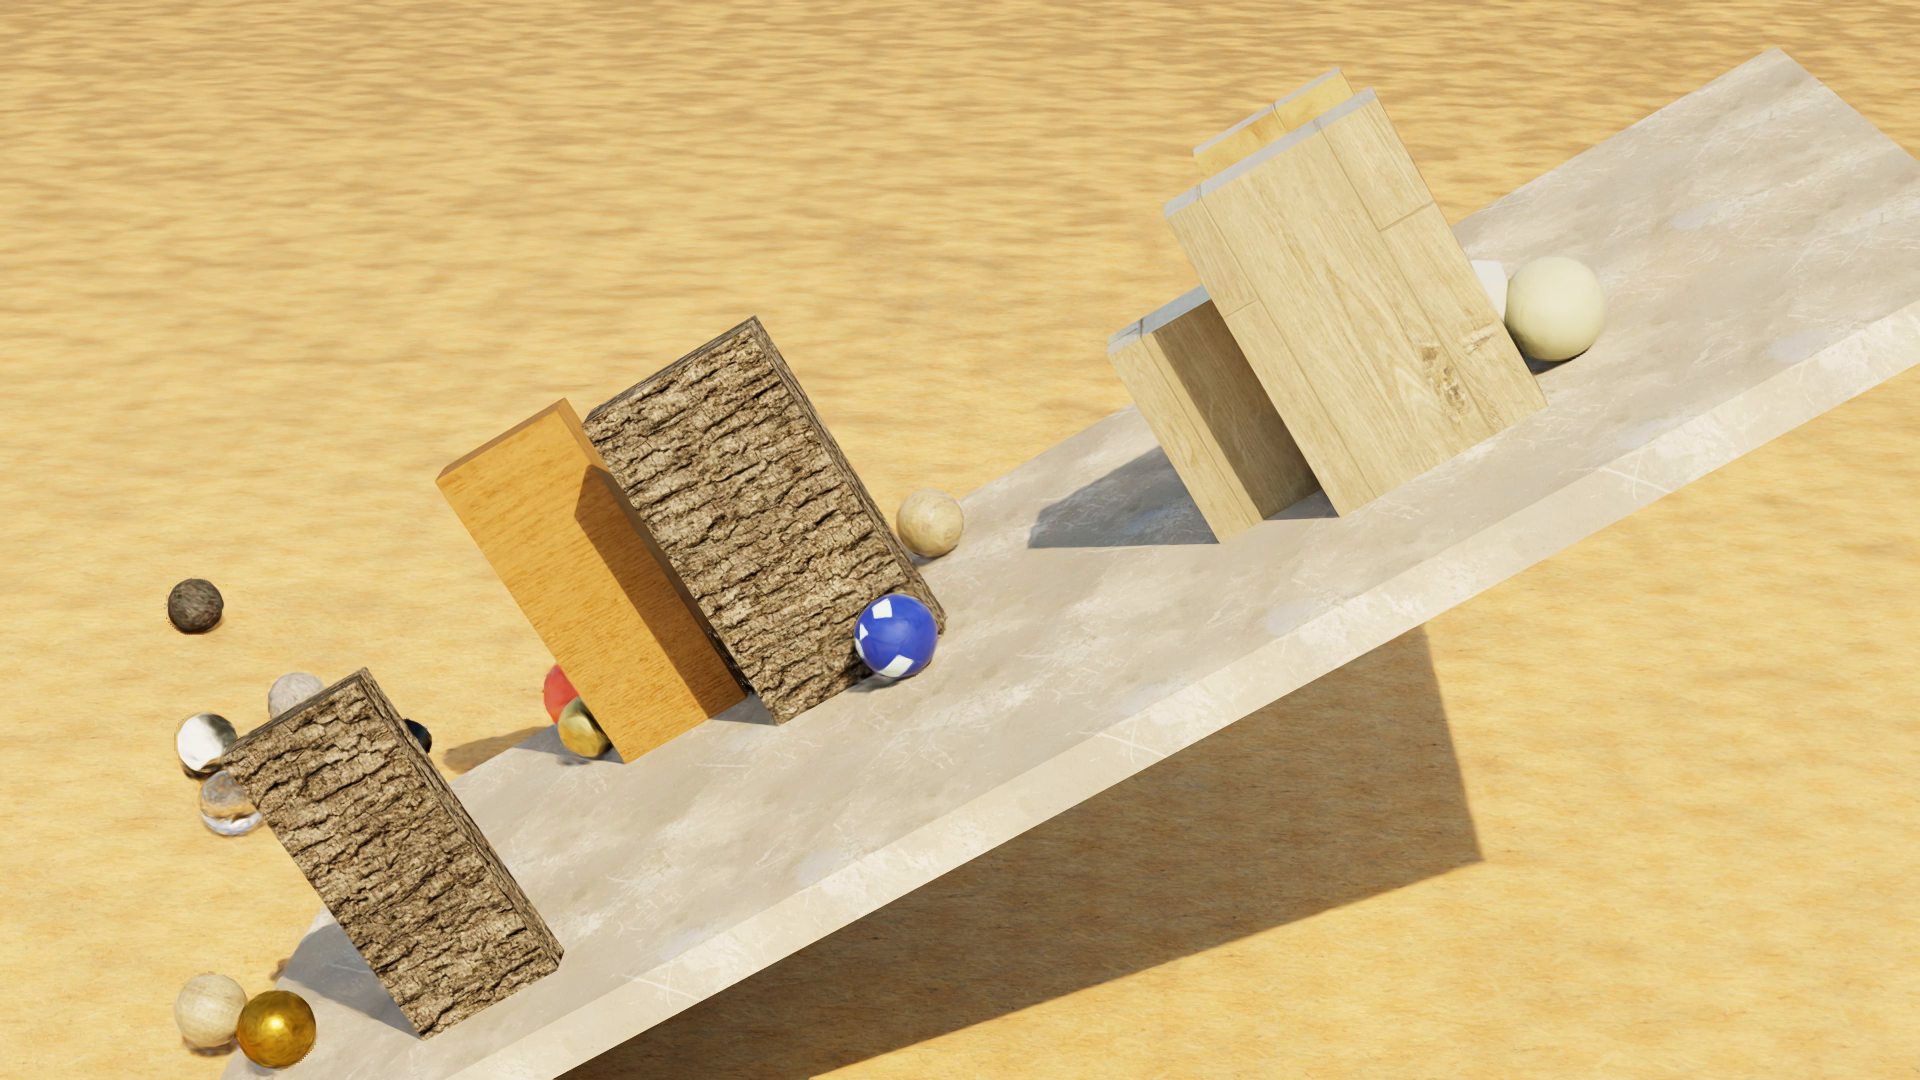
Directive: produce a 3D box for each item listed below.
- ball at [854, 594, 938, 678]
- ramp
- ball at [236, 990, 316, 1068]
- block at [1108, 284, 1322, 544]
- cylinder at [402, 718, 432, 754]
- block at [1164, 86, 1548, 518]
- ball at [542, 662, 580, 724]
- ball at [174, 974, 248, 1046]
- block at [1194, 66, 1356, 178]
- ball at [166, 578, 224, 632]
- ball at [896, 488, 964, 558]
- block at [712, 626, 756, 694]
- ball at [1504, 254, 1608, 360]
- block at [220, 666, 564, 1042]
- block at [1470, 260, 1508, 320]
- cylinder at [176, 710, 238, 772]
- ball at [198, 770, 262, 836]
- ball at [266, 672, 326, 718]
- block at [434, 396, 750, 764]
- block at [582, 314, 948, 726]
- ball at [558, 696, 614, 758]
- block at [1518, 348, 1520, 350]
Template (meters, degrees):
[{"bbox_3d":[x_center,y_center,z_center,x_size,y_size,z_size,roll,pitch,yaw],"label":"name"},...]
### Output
[{"bbox_3d":[-0.133,0.202,6.190,0.177,0.177,0.177,0,19,0],"label":"ball"},{"bbox_3d":[0.142,0.168,6.287,4.000,0.100,2.000,-29,15,12],"label":"ramp"},{"bbox_3d":[-1.441,1.030,6.197,0.163,0.163,0.163,0,19,0],"label":"ball"},{"bbox_3d":[0.587,-0.299,5.812,0.422,0.445,0.149,-29,15,12],"label":"block"},{"bbox_3d":[-1.533,0.589,8.048,0.143,0.143,0.143,3,41,8],"label":"cylinder"},{"bbox_3d":[0.742,-0.441,5.512,0.441,0.670,0.123,-29,15,12],"label":"block"},{"bbox_3d":[-0.915,0.373,7.178,0.205,0.205,0.205,0,19,0],"label":"ball"},{"bbox_3d":[-1.682,1.056,6.609,0.164,0.164,0.164,0,19,0],"label":"ball"},{"bbox_3d":[0.832,-0.796,6.862,0.385,0.480,0.082,-29,15,12],"label":"block"},{"bbox_3d":[-2.396,0.205,9.214,0.172,0.172,0.172,0,19,0],"label":"ball"},{"bbox_3d":[-0.071,-0.040,6.882,0.161,0.161,0.161,0,19,0],"label":"ball"},{"bbox_3d":[-0.430,0.206,6.774,0.182,0.182,0.182,-27,16,20],"label":"block"},{"bbox_3d":[1.139,-0.446,5.643,0.203,0.203,0.203,0,19,0],"label":"ball"},{"bbox_3d":[-1.109,0.621,5.775,0.320,0.703,0.085,-29,15,12],"label":"block"},{"bbox_3d":[0.967,-0.450,5.652,0.142,0.142,0.142,3,22,3],"label":"block"},{"bbox_3d":[-2.085,0.557,8.140,0.162,0.162,0.162,-6,1,-16],"label":"cylinder"},{"bbox_3d":[-1.928,0.695,7.787,0.176,0.176,0.176,0,19,0],"label":"ball"},{"bbox_3d":[-1.899,0.468,8.444,0.177,0.177,0.177,0,19,0],"label":"ball"},{"bbox_3d":[-0.833,0.098,6.732,0.332,0.795,0.108,-29,15,12],"label":"block"},{"bbox_3d":[-0.414,-0.036,6.326,0.422,0.788,0.123,-29,15,12],"label":"block"},{"bbox_3d":[-0.880,0.441,6.990,0.151,0.151,0.151,0,19,0],"label":"ball"},{"bbox_3d":[1.042,-0.441,5.929,0.152,0.152,0.152,-30,15,8],"label":"block"}]
